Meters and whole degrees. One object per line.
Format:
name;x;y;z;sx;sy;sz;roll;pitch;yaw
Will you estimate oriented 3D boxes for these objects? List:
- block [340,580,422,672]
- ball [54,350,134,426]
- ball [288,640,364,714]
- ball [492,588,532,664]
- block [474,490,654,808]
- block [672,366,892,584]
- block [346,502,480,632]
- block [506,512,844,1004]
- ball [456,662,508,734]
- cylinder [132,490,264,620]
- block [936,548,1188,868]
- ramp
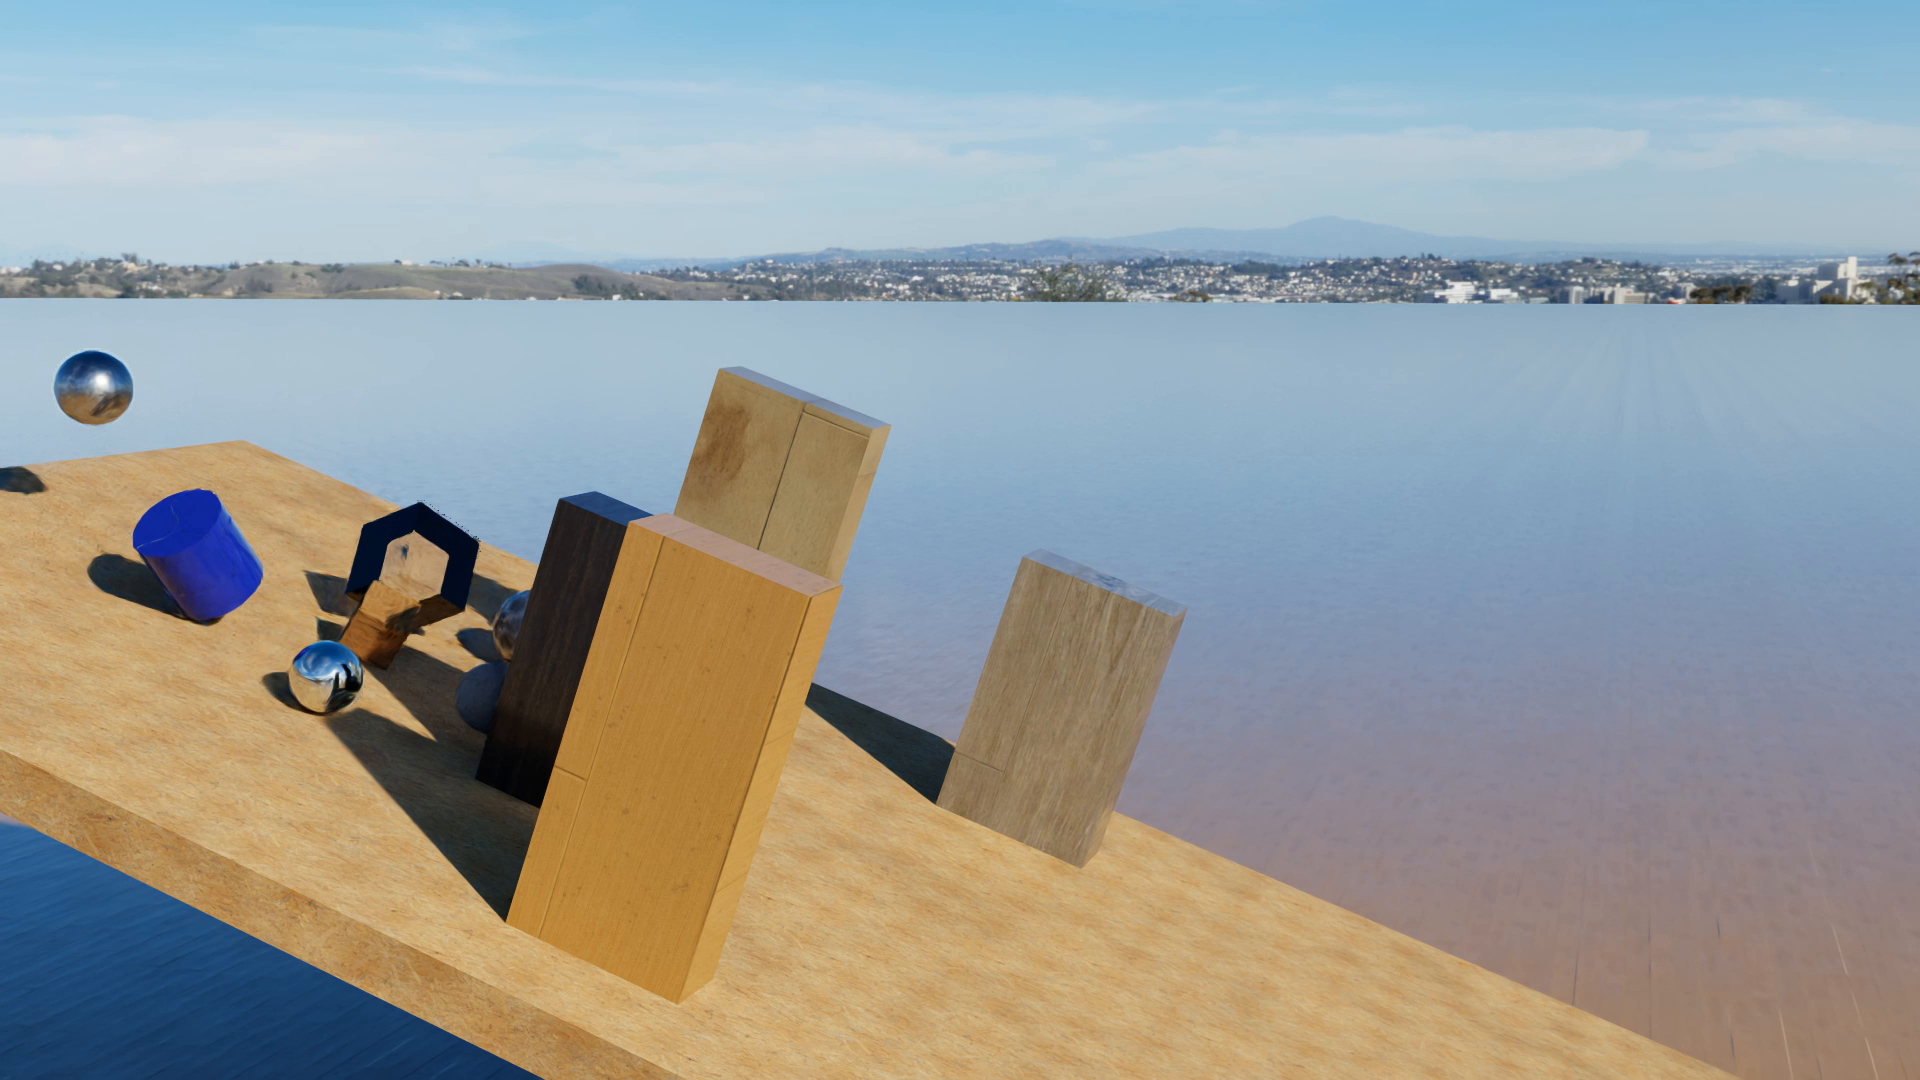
block;-1.156;0.170;4.381;0.107;0.107;0.107;30;30;-16
ball;-1.747;-0.307;4.436;0.150;0.150;0.150;0;7;0
ball;-1.169;0.253;4.057;0.135;0.135;0.135;0;7;0
ball;-0.891;0.194;4.625;0.183;0.183;0.183;0;7;0
block;-0.655;0.221;3.984;0.266;0.550;0.144;22;12;14
block;-0.428;0.078;4.414;0.339;0.779;0.114;22;12;14
block;-1.139;0.058;4.582;0.172;0.172;0.172;-19;-40;30
block;-0.450;0.339;3.443;0.315;0.688;0.134;22;12;14
ball;-0.874;0.296;4.116;0.135;0.135;0.135;0;7;0
cylinder;-1.477;0.028;4.267;0.180;0.180;0.180;-9;44;9
block;0.214;0.353;4.657;0.341;0.575;0.146;22;12;14
ramp;-0.340;0.628;4.215;4.000;0.100;2.000;22;12;14
